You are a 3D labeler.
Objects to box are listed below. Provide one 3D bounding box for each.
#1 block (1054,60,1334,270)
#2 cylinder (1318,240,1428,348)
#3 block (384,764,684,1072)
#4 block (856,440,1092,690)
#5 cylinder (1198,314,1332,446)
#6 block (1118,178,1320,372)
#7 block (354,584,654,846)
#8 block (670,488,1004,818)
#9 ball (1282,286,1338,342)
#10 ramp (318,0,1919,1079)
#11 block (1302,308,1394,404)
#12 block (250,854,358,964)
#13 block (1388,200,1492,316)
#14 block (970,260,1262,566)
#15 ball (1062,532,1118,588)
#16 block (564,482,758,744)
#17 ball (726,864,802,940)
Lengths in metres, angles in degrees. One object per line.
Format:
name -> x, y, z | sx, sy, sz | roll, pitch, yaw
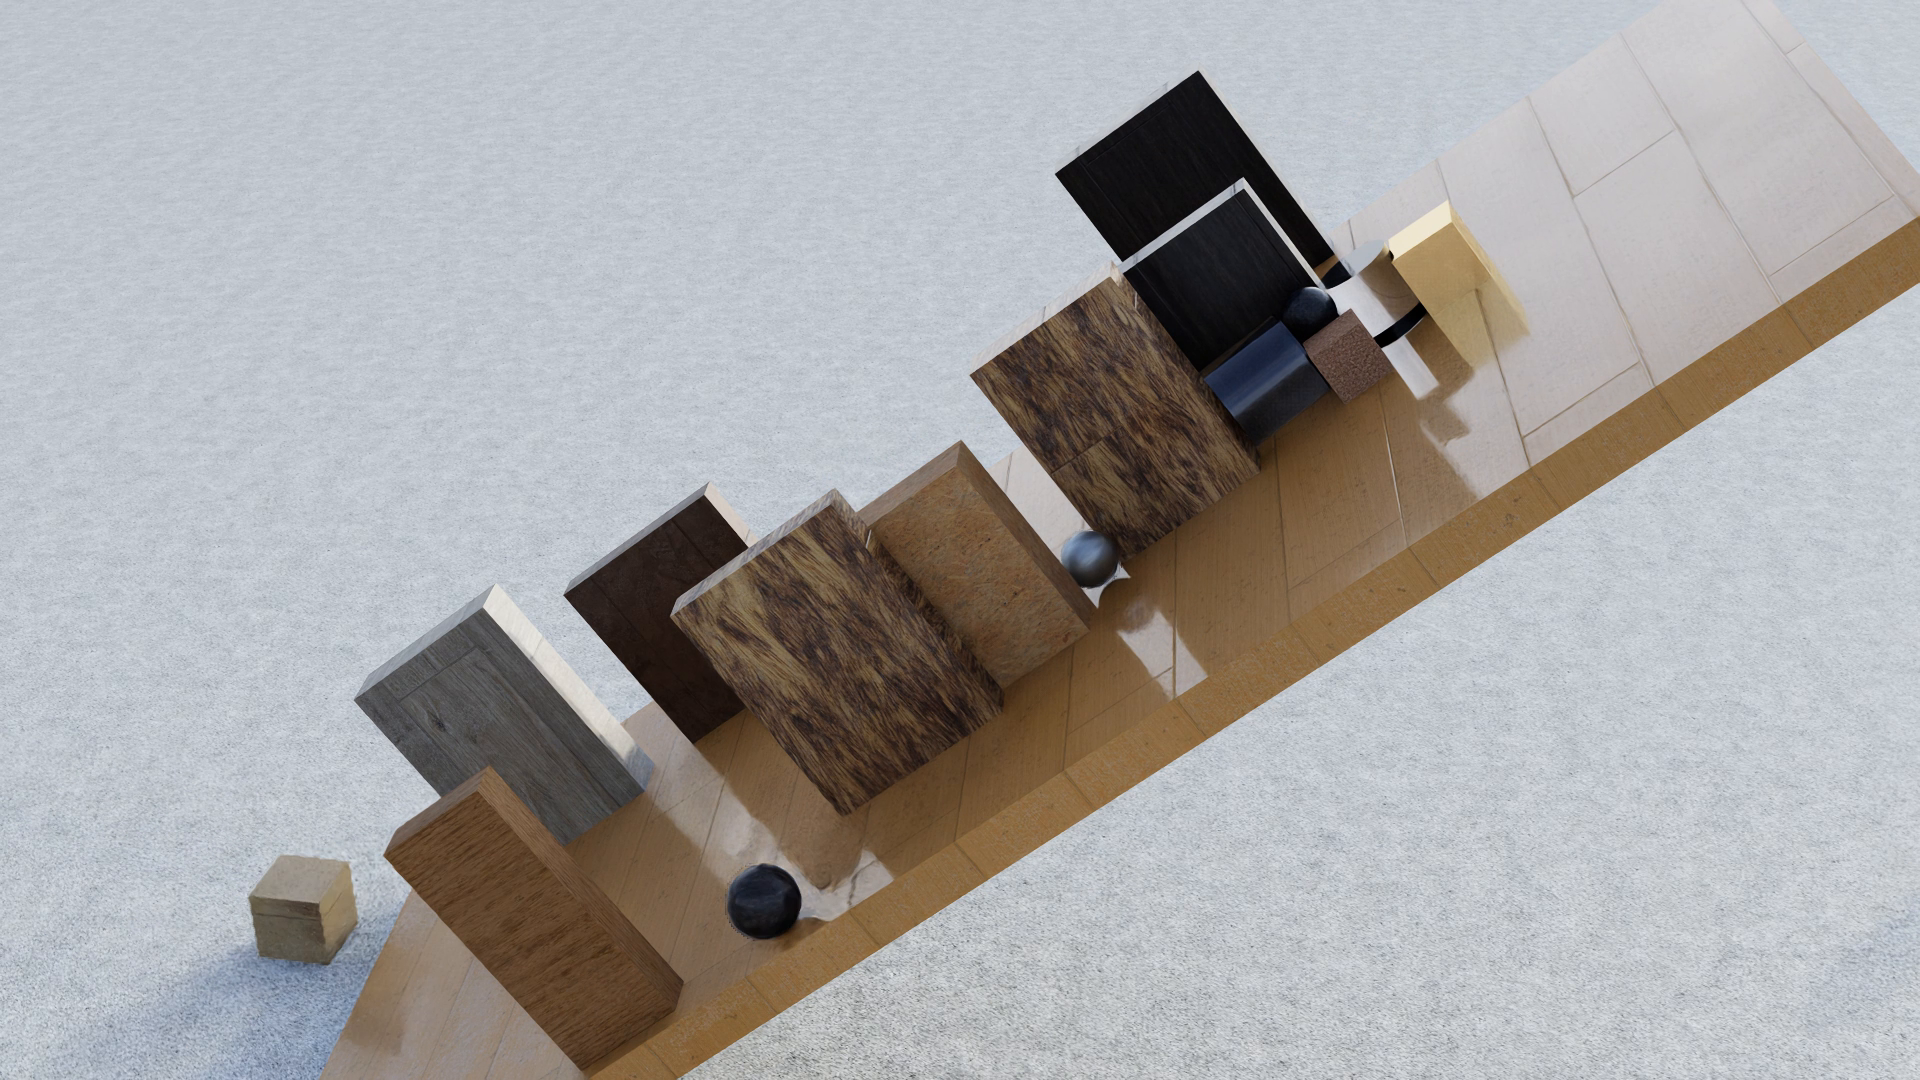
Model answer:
block -> 0.546, -0.771, 6.835 | 0.408, 0.539, 0.099 | -34, 16, 17
cylinder -> 0.857, -0.506, 6.087 | 0.164, 0.164, 0.164 | -36, 16, 12
block -> -0.816, 0.730, 5.656 | 0.240, 0.584, 0.105 | -34, 16, 17
block -> -0.031, 0.101, 5.902 | 0.409, 0.437, 0.144 | -34, 16, 17
cylinder -> 0.626, -0.328, 6.048 | 0.196, 0.196, 0.196 | -38, 25, 4
block -> 0.552, -0.464, 6.169 | 0.410, 0.429, 0.083 | -34, 16, 17
block -> -1.083, 0.459, 7.012 | 0.411, 0.589, 0.141 | -34, 16, 17
block -> -0.239, 0.228, 5.816 | 0.404, 0.546, 0.090 | -34, 16, 17
ball -> 0.718, -0.463, 6.040 | 0.115, 0.115, 0.115 | 0, 23, 0
ramp -> 0.128, 0.180, 6.324 | 4.000, 0.100, 2.000 | -34, 16, 17
block -> 0.785, -0.372, 5.954 | 0.122, 0.122, 0.122 | -36, 16, 10
block -> -1.671, 0.941, 7.498 | 0.189, 0.189, 0.189 | 4, 28, 12
block -> 0.984, -0.578, 6.031 | 0.146, 0.146, 0.146 | -34, 16, 19
block -> 0.317, -0.256, 5.966 | 0.351, 0.512, 0.110 | -34, 16, 17
ball -> 0.264, 0.040, 5.979 | 0.117, 0.117, 0.117 | 0, 23, 0
block -> -0.611, 0.175, 6.936 | 0.433, 0.479, 0.084 | -34, 16, 17
ball -> -0.372, 0.687, 5.591 | 0.142, 0.142, 0.142 | 0, 23, 0
